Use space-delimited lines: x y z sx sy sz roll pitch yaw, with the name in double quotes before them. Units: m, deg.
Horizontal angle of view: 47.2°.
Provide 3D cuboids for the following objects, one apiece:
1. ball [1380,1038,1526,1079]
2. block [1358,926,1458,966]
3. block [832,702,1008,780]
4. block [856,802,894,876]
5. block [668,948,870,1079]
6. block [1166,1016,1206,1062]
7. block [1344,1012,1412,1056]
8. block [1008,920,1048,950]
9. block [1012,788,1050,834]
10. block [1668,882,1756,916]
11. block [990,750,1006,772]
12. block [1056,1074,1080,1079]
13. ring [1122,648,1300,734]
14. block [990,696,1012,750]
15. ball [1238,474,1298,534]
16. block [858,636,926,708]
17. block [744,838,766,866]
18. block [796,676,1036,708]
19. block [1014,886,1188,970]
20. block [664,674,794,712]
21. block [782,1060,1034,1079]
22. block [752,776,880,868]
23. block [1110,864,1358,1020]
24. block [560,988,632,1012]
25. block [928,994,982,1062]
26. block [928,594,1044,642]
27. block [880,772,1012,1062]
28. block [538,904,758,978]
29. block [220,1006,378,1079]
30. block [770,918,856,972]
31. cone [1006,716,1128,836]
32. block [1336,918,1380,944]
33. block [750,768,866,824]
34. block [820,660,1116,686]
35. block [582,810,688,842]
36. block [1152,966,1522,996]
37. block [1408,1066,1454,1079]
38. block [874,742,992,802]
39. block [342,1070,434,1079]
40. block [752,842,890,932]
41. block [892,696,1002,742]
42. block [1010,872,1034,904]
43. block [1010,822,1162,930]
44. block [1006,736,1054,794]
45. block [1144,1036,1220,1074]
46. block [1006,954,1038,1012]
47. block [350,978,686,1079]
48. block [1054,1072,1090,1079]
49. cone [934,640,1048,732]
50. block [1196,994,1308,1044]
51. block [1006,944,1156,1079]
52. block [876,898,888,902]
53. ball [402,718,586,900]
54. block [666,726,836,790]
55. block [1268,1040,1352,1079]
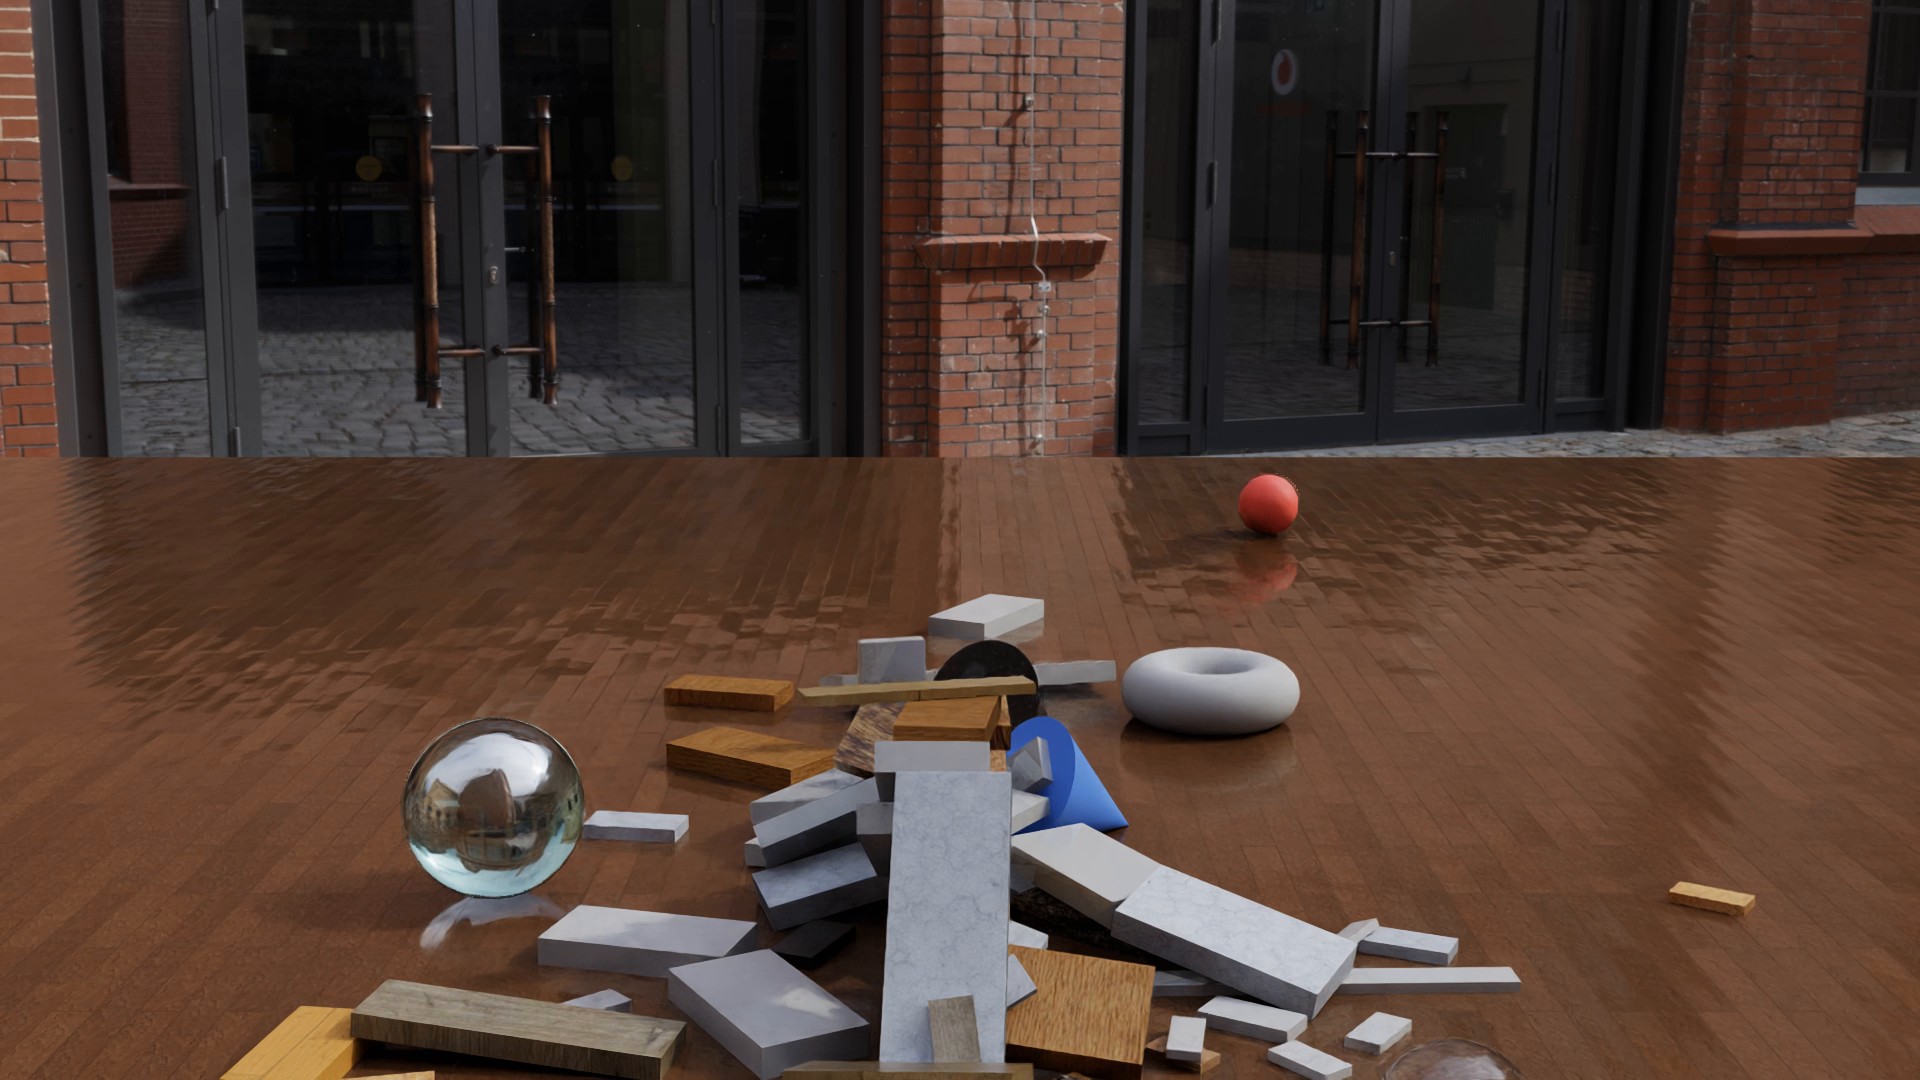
"ball" 0.584 0.689 2.589 0.199 0.199 0.199 0 11 0
"block" 0.695 0.628 3.410 0.140 0.020 0.070 5 12 25
"block" -0.070 0.374 3.839 0.274 0.039 0.137 16 61 24
"block" -0.056 0.443 3.242 0.162 0.046 0.323 -1 -19 3
"block" -0.275 0.668 3.121 0.163 0.046 0.327 -6 12 -29
"block" 0.312 0.687 3.033 0.048 0.014 0.133 4 8 9
"block" 0.587 0.691 3.083 0.053 0.015 0.106 7 13 34
"block" 0.043 0.622 3.135 0.095 0.027 0.191 19 44 19
"block" 0.042 0.461 3.837 0.211 0.030 0.105 9 20 41
"block" 1.238 0.590 3.619 0.124 0.018 0.062 7 13 35
"block" -0.003 0.366 3.513 0.152 0.043 0.304 -1 41 0
"block" 0.219 0.732 2.808 0.227 0.017 0.058 11 16 27
"ring" 0.540 0.324 4.752 0.385 0.128 0.385 0 10 0
"block" 0.008 0.278 3.446 0.133 0.038 0.266 0 9 -1
"ball" 0.971 -0.111 6.923 0.190 0.190 0.190 0 11 0
"block" -0.136 0.325 4.383 0.129 0.258 0.037 -3 9 -15
"block" -0.219 0.535 3.803 0.274 0.039 0.137 1 8 25
"block" -0.065 0.229 3.331 0.362 0.016 0.058 -2 9 -18
"block" 0.283 0.603 3.475 0.374 0.046 0.162 8 13 37
"block" -0.515 0.341 4.912 0.258 0.037 0.129 3 11 15
"block" -0.063 0.679 2.749 0.288 0.041 0.144 -2 -9 11
"block" -0.134 0.445 3.664 0.417 0.043 0.151 -22 -30 -9
"block" 0.407 0.594 3.268 0.325 0.046 0.162 19 26 25
"block" -0.536 0.676 3.163 0.115 0.016 0.058 -9 14 -40
"block" -0.005 0.653 2.851 0.059 0.118 0.017 -7 -32 -1
"block" 0.069 0.198 5.655 0.162 0.046 0.324 6 12 29
"block" -0.016 0.527 2.967 0.162 0.453 0.046 0 -32 4
"block" -0.478 0.621 3.386 0.301 0.043 0.151 3 11 15
"block" -0.888 0.700 2.983 0.123 0.035 0.247 1 11 8
"block" -0.229 0.627 3.410 0.076 0.022 0.152 5 11 23
"cone" 0.214 0.478 3.960 0.254 0.254 0.254 25 -5 -33
"block" 0.607 0.615 3.419 0.048 0.014 0.095 -22 0 43
"block" -0.222 0.463 4.111 0.137 0.039 0.437 -5 3 25
"block" 0.021 0.309 4.904 0.647 0.046 0.162 -2 -2 -21
"block" -0.587 0.519 3.984 0.173 0.024 0.086 2 11 10
"block" 0.532 0.656 3.267 0.591 0.017 0.059 0 11 -2
"block" 0.628 0.724 2.906 0.053 0.015 0.106 1 11 3
"block" -0.034 0.372 3.230 0.162 0.046 0.323 0 -25 2
"block" -0.755 0.725 2.894 0.124 0.018 0.062 -2 11 -13
"block" -0.177 0.548 3.590 0.301 0.043 0.151 -15 16 -13
"block" -0.016 0.266 3.273 0.133 0.038 0.266 2 9 6
"block" 0.101 0.562 3.663 0.084 0.024 0.167 28 17 10
"block" 0.219 0.538 3.544 0.162 0.046 0.325 -6 14 -30
"block" 0.094 0.430 3.904 0.024 0.086 0.173 25 -49 -33
"block" 0.303 0.705 3.013 0.095 0.014 0.048 9 14 39
"block" 0.039 0.611 2.948 0.117 0.017 0.058 -29 61 -14
"block" -0.606 0.673 3.027 0.438 0.035 0.123 6 11 8
"block" 0.127 0.728 2.879 0.117 0.017 0.058 -8 13 -38
"cone" 0.119 0.377 4.476 0.278 0.278 0.278 8 -13 38
"block" 0.415 0.681 3.124 0.140 0.020 0.070 7 12 32
"block" 0.093 0.635 2.995 0.327 0.046 0.163 7 42 7
"block" -0.131 0.581 3.664 0.139 0.020 0.070 -1 11 -6
"ball" -0.770 0.443 3.639 0.299 0.299 0.299 0 11 0
"block" -0.410 0.435 4.381 0.324 0.046 0.162 7 13 35
"block" 0.475 0.709 2.986 0.053 0.015 0.106 -8 13 -37
